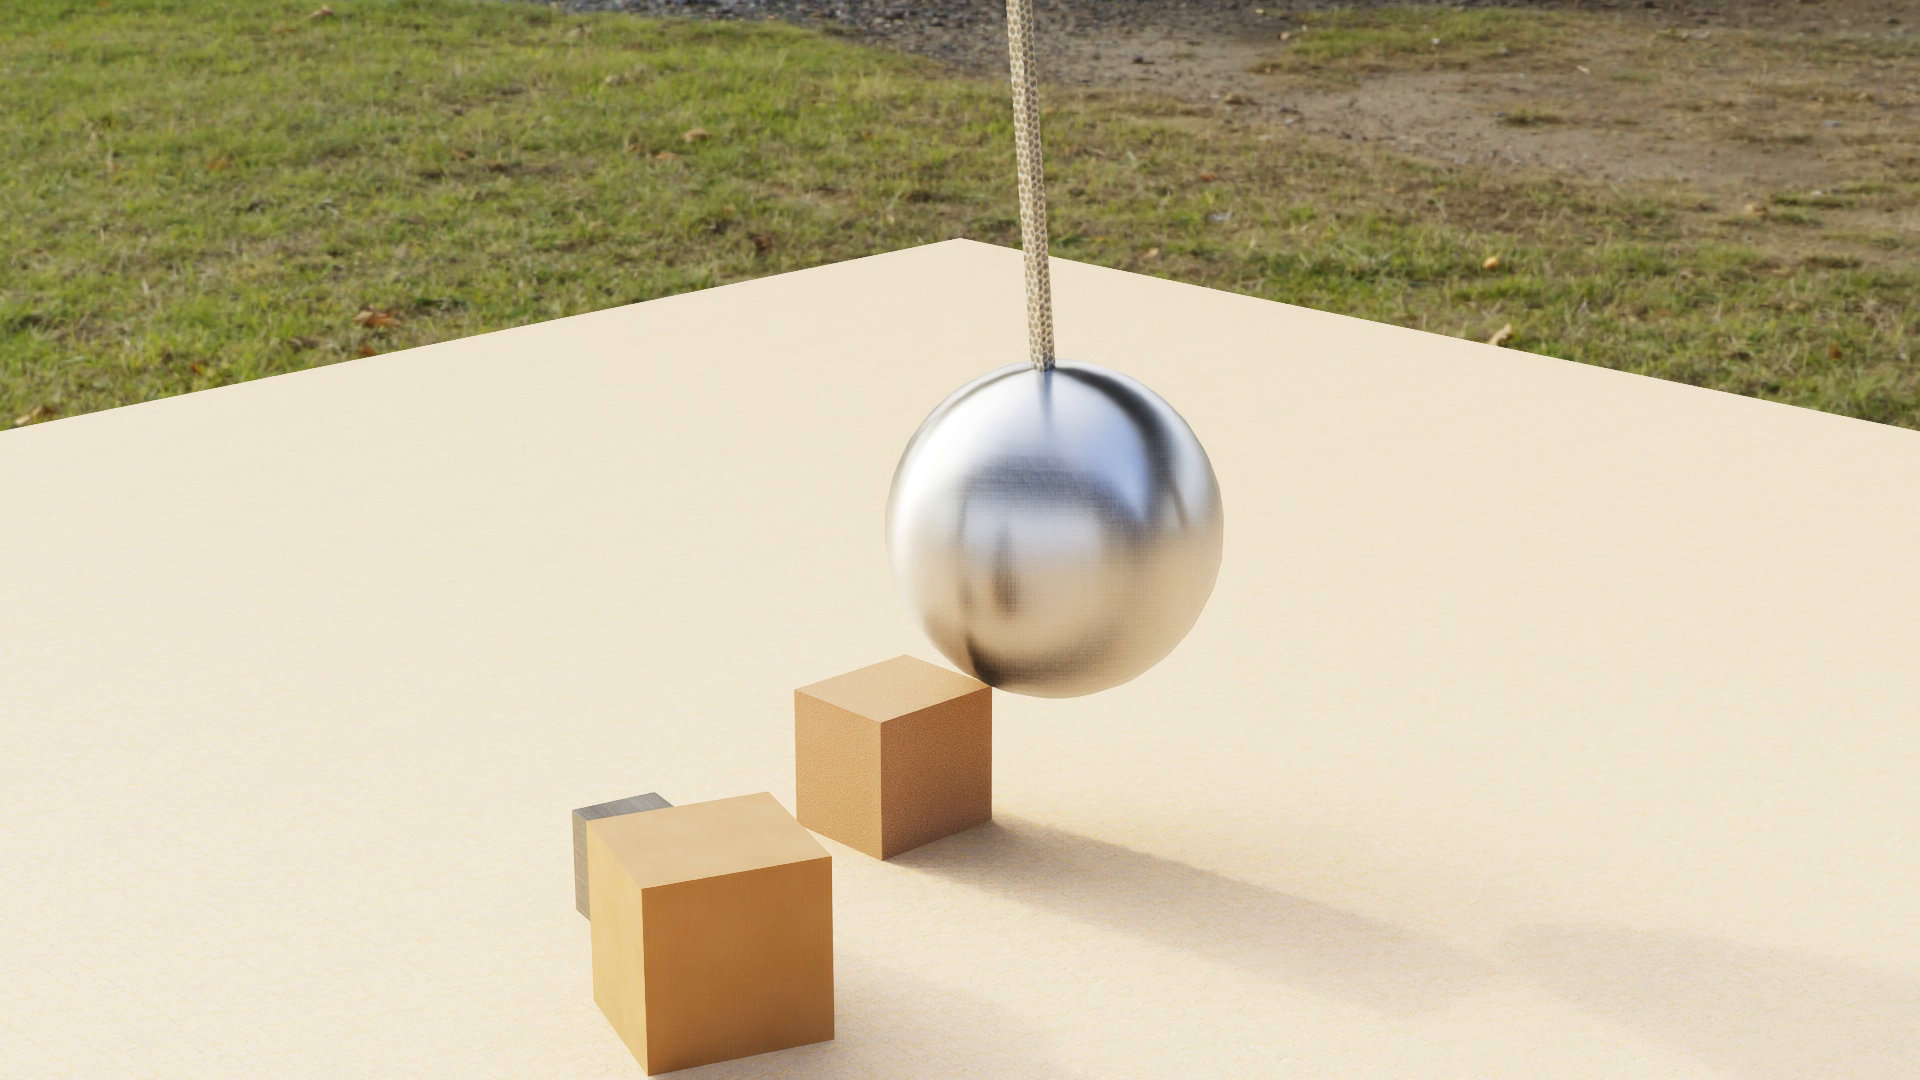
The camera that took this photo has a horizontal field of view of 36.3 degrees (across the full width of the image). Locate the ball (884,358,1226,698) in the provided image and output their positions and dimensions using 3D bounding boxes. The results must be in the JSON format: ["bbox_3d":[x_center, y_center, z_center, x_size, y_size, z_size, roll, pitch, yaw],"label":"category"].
[{"bbox_3d":[0.443,-0.054,13.789,1.600,1.600,1.600,0,17,0],"label":"ball"}]

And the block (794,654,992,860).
[{"bbox_3d":[-0.315,1.023,13.945,0.713,0.686,0.606,-16,23,-41],"label":"block"}]

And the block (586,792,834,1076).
[{"bbox_3d":[-1.019,1.588,11.945,0.792,0.808,0.735,-7,19,-23],"label":"block"}]

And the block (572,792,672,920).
[{"bbox_3d":[-1.432,1.444,12.950,0.405,0.480,0.426,-10,20,-30],"label":"block"}]

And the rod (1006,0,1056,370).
[{"bbox_3d":[0.192,-3.204,12.536,0.080,5.200,0.080,17,30,42],"label":"rod"}]
